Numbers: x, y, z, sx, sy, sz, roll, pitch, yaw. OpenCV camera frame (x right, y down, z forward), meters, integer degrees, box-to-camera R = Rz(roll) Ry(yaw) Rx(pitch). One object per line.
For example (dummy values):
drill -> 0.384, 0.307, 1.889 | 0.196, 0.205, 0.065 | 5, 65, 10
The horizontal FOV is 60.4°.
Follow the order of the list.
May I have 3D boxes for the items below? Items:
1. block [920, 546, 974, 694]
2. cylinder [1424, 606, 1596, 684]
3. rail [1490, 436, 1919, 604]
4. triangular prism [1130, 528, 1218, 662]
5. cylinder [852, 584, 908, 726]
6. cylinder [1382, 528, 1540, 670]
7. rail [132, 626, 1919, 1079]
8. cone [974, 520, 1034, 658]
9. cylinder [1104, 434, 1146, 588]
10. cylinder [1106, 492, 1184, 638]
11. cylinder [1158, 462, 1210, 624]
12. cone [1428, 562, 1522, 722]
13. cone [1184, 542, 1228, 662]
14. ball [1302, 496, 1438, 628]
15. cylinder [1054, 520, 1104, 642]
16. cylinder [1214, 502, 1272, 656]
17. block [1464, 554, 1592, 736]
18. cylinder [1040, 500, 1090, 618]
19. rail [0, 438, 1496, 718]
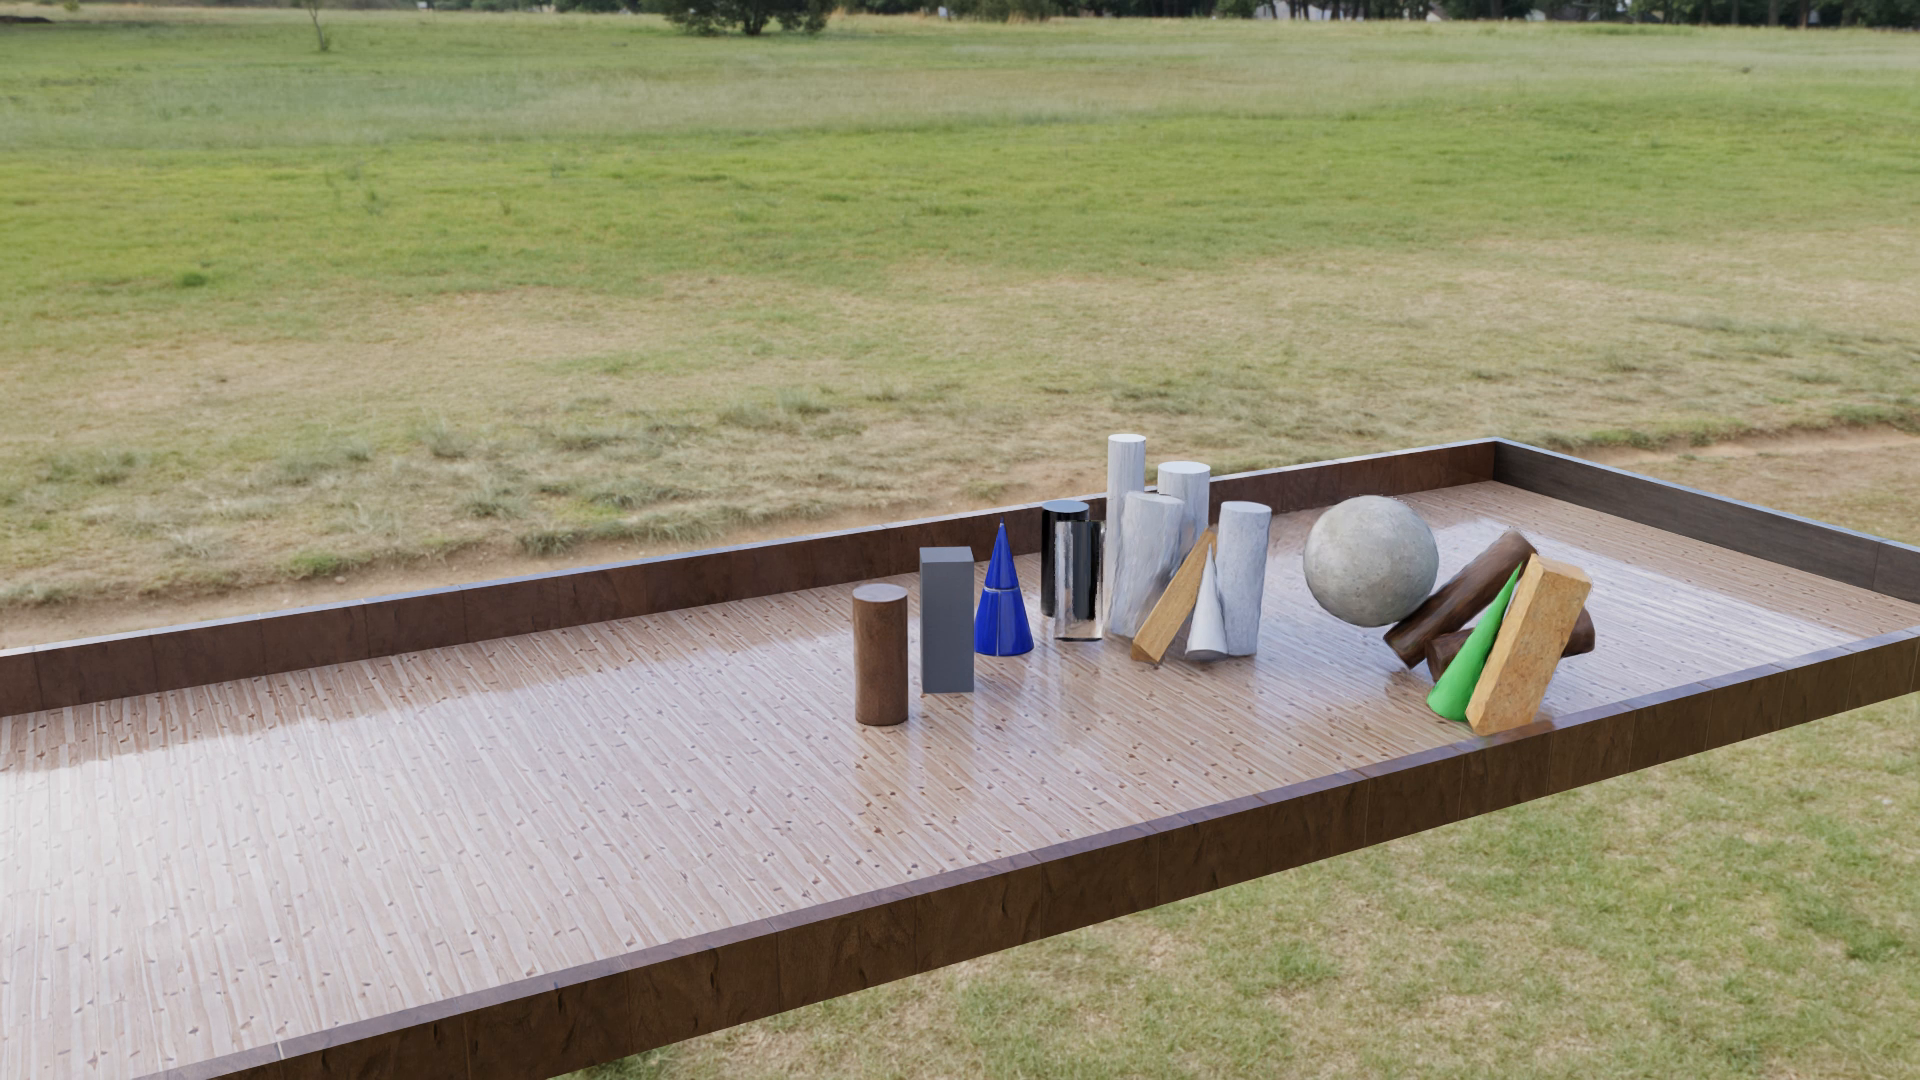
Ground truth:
block -> -0.033, 0.197, 4.083 | 0.126, 0.338, 0.126 | -1, 16, -4
cylinder -> 1.363, 0.261, 4.093 | 0.384, 0.125, 0.125 | -13, 17, 1
rail -> 2.466, -0.048, 5.253 | 0.050, 0.150, 2.100 | -9, 18, -27
triangular prism -> 0.569, 0.140, 4.349 | 0.087, 0.075, 0.419 | 5, 48, 42
cylinder -> -0.186, 0.270, 3.878 | 0.128, 0.311, 0.128 | 0, 18, 0
cylinder -> 1.273, 0.151, 4.192 | 0.426, 0.111, 0.111 | -41, 16, 7
rail -> -2.336, 1.006, 1.665 | 12.000, 0.150, 0.050 | -9, 18, -27
cone -> 0.110, 0.110, 4.347 | 0.176, 0.357, 0.176 | 0, 16, 0
cylinder -> 0.484, -0.081, 4.837 | 0.109, 0.447, 0.109 | 0, 16, 0
cylinder -> 0.497, 0.068, 4.431 | 0.153, 0.369, 0.153 | 8, 10, -1
cylinder -> 0.613, 0.007, 4.570 | 0.142, 0.429, 0.142 | 0, 16, 0
cone -> 1.216, 0.219, 3.819 | 0.106, 0.437, 0.106 | 11, 32, -7
cone -> 0.645, 0.149, 4.282 | 0.109, 0.320, 0.109 | 5, -21, 2
ball -> 1.044, 0.055, 4.197 | 0.336, 0.336, 0.336 | 0, 16, 0
cylinder -> 0.317, 0.108, 4.394 | 0.128, 0.313, 0.128 | 1, 2, 0
cylinder -> 0.730, 0.099, 4.323 | 0.131, 0.383, 0.131 | 4, 14, -1
block -> 1.284, 0.251, 3.737 | 0.111, 0.413, 0.111 | 16, 19, 0
cylinder -> 0.294, 0.054, 4.625 | 0.132, 0.309, 0.132 | 0, 16, 0
rail -> -3.305, 0.497, 3.399 | 12.000, 0.150, 0.050 | -9, 18, -27
